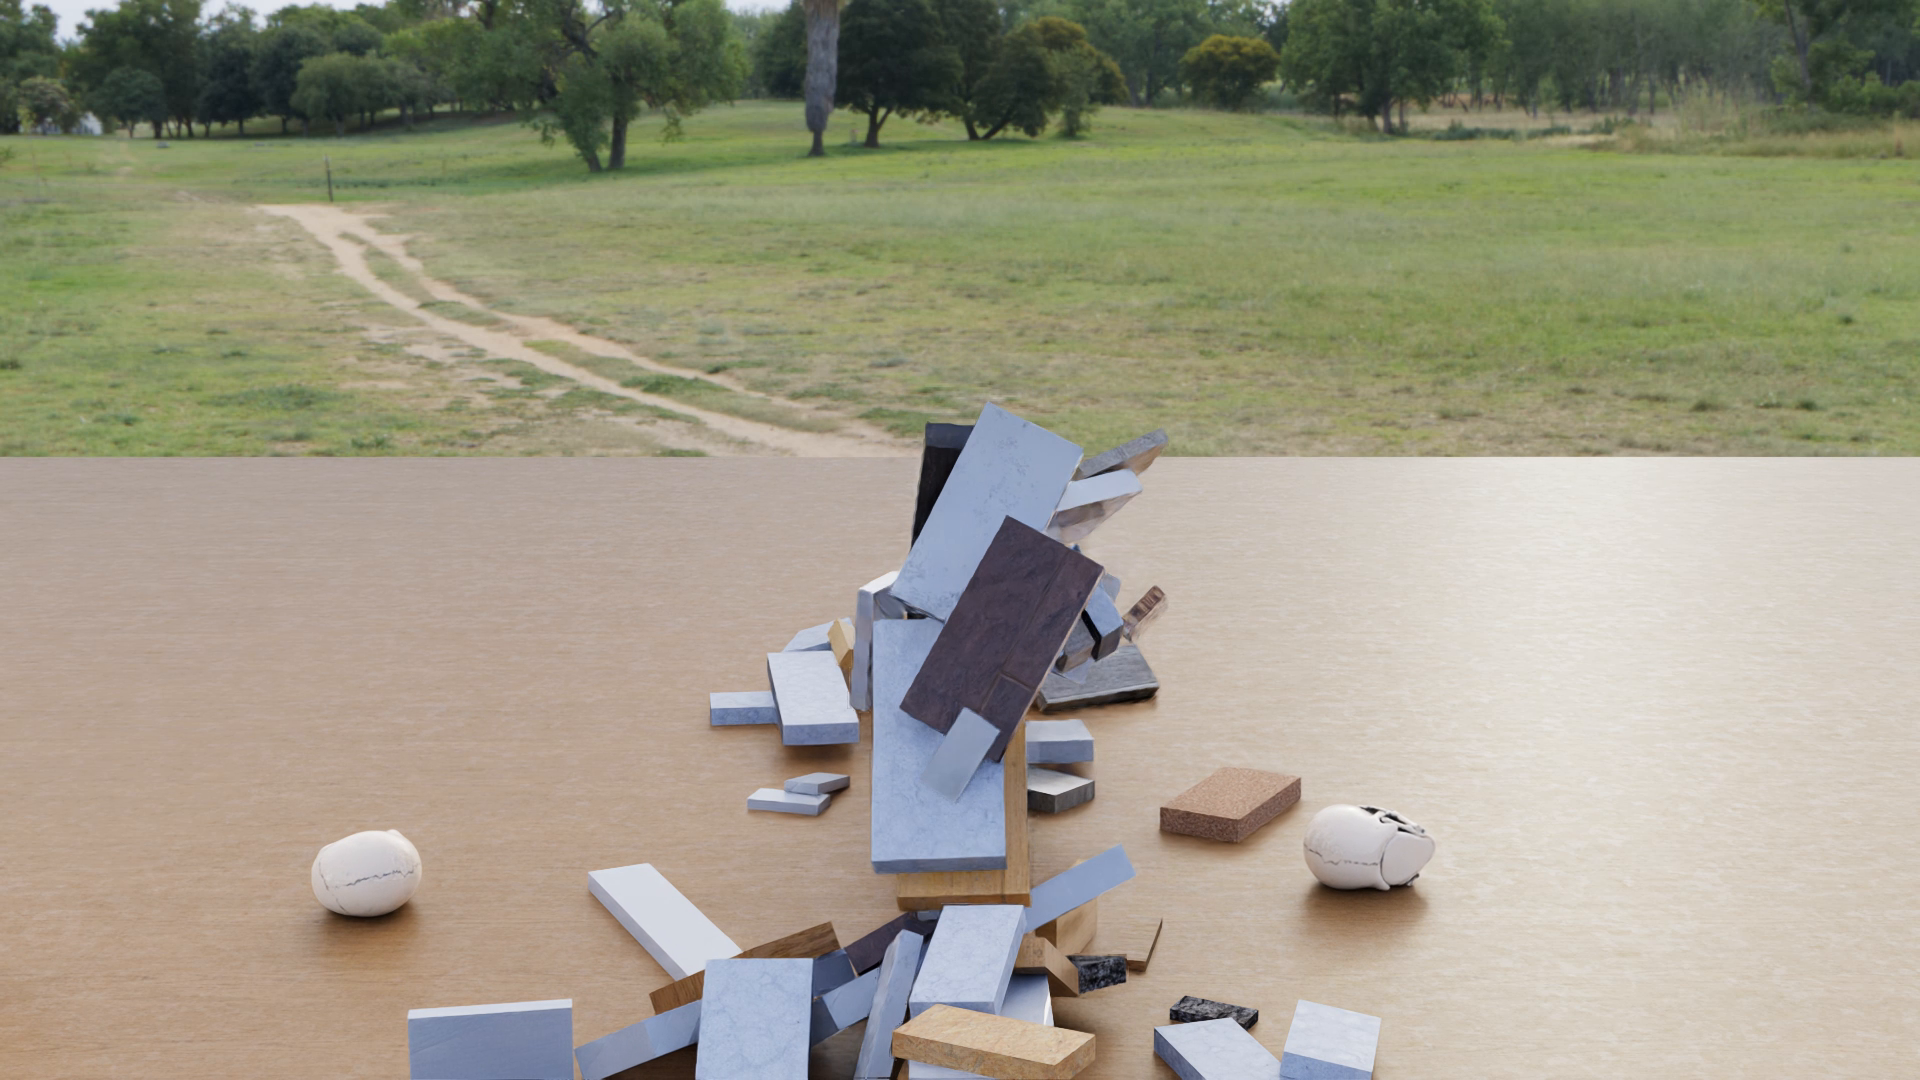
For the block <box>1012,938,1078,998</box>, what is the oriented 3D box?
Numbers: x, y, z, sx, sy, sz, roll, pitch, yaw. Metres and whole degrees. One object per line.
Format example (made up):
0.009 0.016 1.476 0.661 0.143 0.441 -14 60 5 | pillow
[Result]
0.072 0.570 2.915 0.130 0.037 0.259 -4 -20 11 | block

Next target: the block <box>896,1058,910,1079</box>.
0.012 0.685 2.747 0.172 0.049 0.345 0 -5 2 | block

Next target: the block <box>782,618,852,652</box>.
-0.345 0.249 5.303 0.132 0.037 0.264 -16 8 10 | block

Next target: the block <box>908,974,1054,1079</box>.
0.027 0.608 2.664 0.172 0.049 0.345 0 8 0 | block

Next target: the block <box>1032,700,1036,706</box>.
0.099 0.287 5.058 0.178 0.050 0.407 -6 18 -31 | block

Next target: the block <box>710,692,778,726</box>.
-0.410 0.363 4.787 0.264 0.037 0.132 -1 11 -7 | block

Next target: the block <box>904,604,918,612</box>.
-0.003 0.102 3.393 0.155 0.044 0.324 10 -10 5 | block

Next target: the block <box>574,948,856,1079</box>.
-0.330 0.648 3.001 0.354 0.050 0.177 -11 -14 -45 | block

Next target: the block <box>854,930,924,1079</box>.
-0.096 0.617 2.825 0.030 0.211 0.105 18 -28 -6 | block

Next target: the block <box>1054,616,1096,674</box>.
0.159 0.126 3.756 0.050 0.178 0.356 -28 -8 -3 | block

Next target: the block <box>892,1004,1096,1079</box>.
0.039 0.585 2.547 0.211 0.030 0.105 5 10 29 | block

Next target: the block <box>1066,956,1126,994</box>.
0.095 0.625 3.177 0.259 0.037 0.130 -6 -6 34 | block

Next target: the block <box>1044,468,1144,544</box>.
0.154 -0.037 3.578 0.305 0.043 0.153 -15 -21 -50 | block

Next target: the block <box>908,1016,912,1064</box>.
0.021 0.653 2.955 0.172 0.049 0.345 0 -5 0 | block

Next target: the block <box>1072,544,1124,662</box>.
0.214 0.110 3.720 0.043 0.153 0.305 -30 -10 -4 | block

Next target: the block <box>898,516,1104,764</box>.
0.057 0.134 2.959 0.149 0.299 0.042 28 -8 8 | block

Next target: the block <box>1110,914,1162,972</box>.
0.275 0.627 3.428 0.057 0.016 0.197 2 11 12 | block

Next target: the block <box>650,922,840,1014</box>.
-0.305 0.606 3.089 0.140 0.040 0.281 -12 -14 -42 | block

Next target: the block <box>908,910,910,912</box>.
0.003 0.498 3.275 0.162 0.324 0.046 1 25 4 | block

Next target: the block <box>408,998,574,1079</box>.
-0.623 0.674 2.927 0.212 0.106 0.030 -2 11 -10 | block

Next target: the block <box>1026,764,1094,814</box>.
0.122 0.469 4.222 0.248 0.035 0.124 9 14 39 | block

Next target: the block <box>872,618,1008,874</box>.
-0.029 0.275 2.998 0.176 0.353 0.050 -3 -28 3 | block

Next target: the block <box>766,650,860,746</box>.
-0.321 0.334 4.726 0.153 0.043 0.590 -2 12 -8 | block

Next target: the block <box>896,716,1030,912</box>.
0.003 0.332 3.028 0.176 0.353 0.050 -2 -31 3 | block

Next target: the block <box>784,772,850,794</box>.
-0.273 0.467 4.217 0.071 0.020 0.141 3 2 22 | block

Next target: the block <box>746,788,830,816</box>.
-0.322 0.492 4.140 0.141 0.020 0.071 3 11 16 | block

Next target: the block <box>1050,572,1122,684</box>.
0.230 0.160 4.282 0.109 0.219 0.031 25 -7 -34 | block

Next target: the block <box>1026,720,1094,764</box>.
0.181 0.406 4.435 0.153 0.043 0.307 -2 2 -1 | block

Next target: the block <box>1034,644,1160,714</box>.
0.290 0.308 4.902 0.304 0.035 0.122 -6 51 -31 | block

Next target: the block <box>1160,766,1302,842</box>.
0.506 0.489 4.094 0.153 0.043 0.307 6 12 29 | block

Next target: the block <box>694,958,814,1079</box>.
-0.262 0.659 2.801 0.140 0.040 0.281 0 42 -1 | block

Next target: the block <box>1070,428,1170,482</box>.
0.255 -0.122 3.673 0.191 0.027 0.095 -24 -19 -33 | block

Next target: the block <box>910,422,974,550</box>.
0.011 -0.067 3.311 0.149 0.042 0.299 5 -33 -3 | block

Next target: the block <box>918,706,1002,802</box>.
0.000 0.284 2.906 0.057 0.113 0.016 33 6 8 | block

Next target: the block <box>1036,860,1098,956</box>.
0.165 0.584 3.383 0.033 0.116 0.232 4 11 18 | block

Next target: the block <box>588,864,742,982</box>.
-0.459 0.611 3.476 0.106 0.030 0.533 -5 12 -26 | block

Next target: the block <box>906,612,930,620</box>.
-0.003 0.232 3.439 0.176 0.050 0.480 1 -25 -3 | block

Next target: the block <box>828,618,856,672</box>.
-0.215 0.271 5.041 0.158 0.045 0.316 33 4 -12 | block

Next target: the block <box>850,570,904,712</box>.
-0.157 0.194 4.227 0.035 0.245 0.122 16 22 26 | block

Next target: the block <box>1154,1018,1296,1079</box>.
0.367 0.712 2.924 0.116 0.033 0.288 -3 11 -17 | block

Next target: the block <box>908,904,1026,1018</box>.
0.012 0.525 2.737 0.105 0.030 0.211 -3 23 14 | block

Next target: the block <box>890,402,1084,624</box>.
0.038 -0.023 3.033 0.149 0.299 0.042 26 -8 6 | block

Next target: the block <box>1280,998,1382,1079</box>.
0.503 0.684 2.974 0.116 0.033 0.232 11 8 13 | block

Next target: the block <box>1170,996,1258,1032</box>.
0.363 0.679 3.146 0.113 0.016 0.057 6 12 28 | block

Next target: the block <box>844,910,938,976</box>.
-0.086 0.578 3.136 0.140 0.040 0.281 -29 -14 -7 | block

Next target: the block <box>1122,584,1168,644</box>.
0.332 0.136 3.978 0.027 0.095 0.191 43 -2 11 | block

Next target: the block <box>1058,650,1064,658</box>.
0.111 0.139 3.699 0.044 0.155 0.310 -27 -4 -2 | block

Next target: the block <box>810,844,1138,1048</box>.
0.001 0.568 3.063 0.513 0.050 0.177 -22 -12 -31 | block

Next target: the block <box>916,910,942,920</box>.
0.002 0.384 3.048 0.130 0.283 0.037 -4 -31 2 | block
